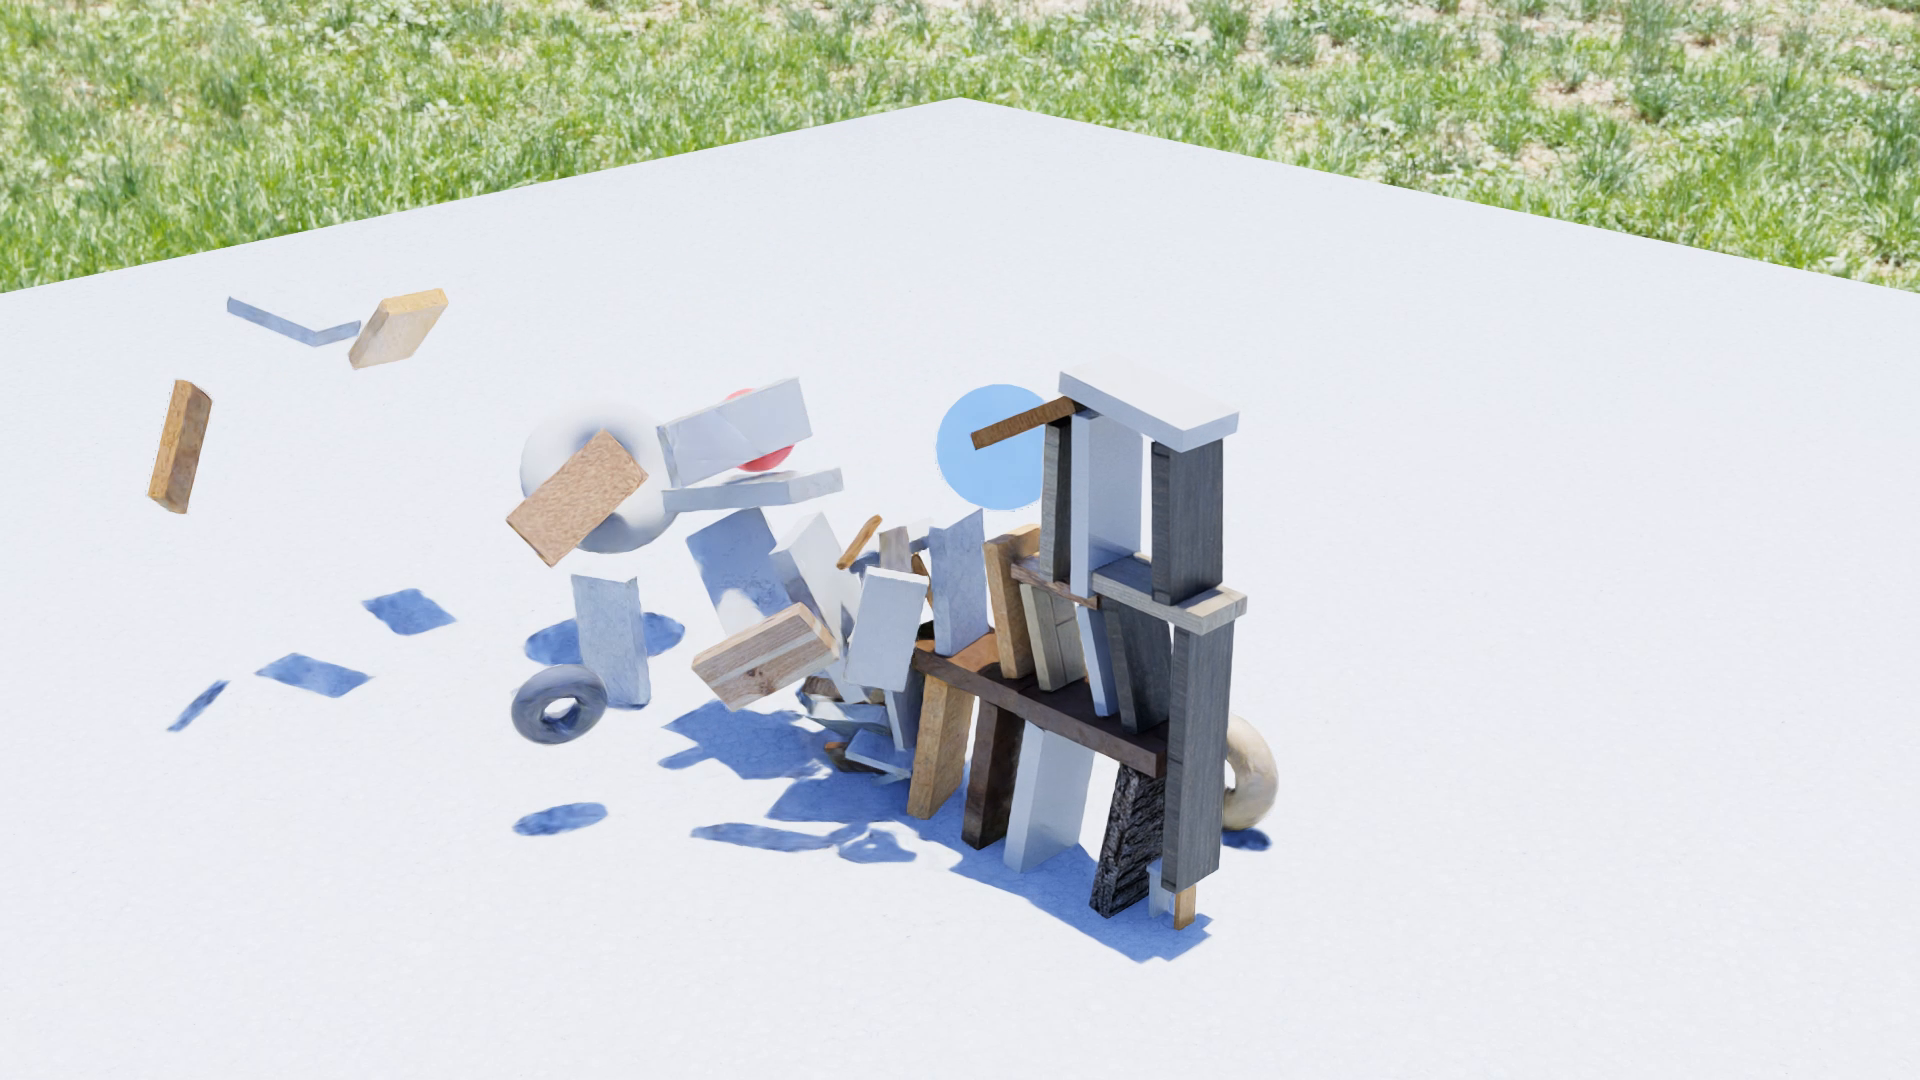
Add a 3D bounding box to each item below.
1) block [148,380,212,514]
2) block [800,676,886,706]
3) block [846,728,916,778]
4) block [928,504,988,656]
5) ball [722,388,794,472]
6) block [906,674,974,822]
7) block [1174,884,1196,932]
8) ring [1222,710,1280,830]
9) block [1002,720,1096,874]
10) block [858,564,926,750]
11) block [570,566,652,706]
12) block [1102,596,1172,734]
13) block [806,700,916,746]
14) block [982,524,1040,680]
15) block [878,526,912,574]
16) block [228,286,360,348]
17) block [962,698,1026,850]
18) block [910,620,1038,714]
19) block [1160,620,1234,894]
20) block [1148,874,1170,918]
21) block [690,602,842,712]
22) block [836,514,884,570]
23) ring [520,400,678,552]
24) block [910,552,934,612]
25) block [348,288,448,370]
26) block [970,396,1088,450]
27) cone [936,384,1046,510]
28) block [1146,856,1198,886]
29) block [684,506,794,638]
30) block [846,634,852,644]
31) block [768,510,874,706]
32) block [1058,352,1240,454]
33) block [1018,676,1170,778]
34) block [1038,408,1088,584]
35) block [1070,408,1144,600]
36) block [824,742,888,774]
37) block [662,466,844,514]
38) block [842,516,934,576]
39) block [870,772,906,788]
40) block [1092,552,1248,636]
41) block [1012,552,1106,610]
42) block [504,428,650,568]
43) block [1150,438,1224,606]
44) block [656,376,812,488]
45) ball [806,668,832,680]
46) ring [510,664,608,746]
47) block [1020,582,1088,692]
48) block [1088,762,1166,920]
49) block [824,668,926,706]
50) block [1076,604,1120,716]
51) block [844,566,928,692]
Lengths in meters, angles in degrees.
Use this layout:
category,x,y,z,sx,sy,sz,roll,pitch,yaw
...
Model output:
category,x,y,z,sx,sy,sz,roll,pitch,yaw
block,-1.665,-0.197,4.697,0.037,0.259,0.130,8,-15,2
block,-0.196,0.352,4.664,0.274,0.137,0.039,6,64,45
block,-0.152,0.431,4.450,0.143,0.020,0.072,16,41,14
block,-0.002,0.077,4.241,0.037,0.265,0.132,12,26,32
ball,-0.458,-0.245,4.901,0.190,0.190,0.190,0,23,0
block,-0.031,0.379,4.429,0.048,0.337,0.169,18,28,18
block,0.416,0.672,4.060,0.013,0.092,0.046,21,31,41
ring,0.520,0.455,4.364,0.254,0.254,0.085,16,20,33
block,0.179,0.466,4.227,0.168,0.337,0.048,-21,41,-41
block,-0.125,0.217,4.375,0.026,0.406,0.092,10,29,44
block,-0.771,0.213,4.867,0.148,0.296,0.042,8,25,27
block,0.329,0.208,3.957,0.125,0.250,0.035,-21,17,-41
block,-0.189,0.385,4.596,0.137,0.039,0.275,29,-18,-32
block,0.120,0.115,4.150,0.037,0.265,0.132,6,20,44
block,-0.121,0.037,4.165,0.058,0.116,0.016,-16,-17,32
block,-1.440,-0.485,4.754,0.259,0.037,0.130,21,26,24
block,0.096,0.431,4.308,0.169,0.337,0.048,-22,40,-41
block,0.046,0.234,4.273,0.338,0.048,0.169,21,31,40
block,0.424,0.377,3.926,0.035,0.530,0.125,22,31,40
block,0.372,0.655,4.100,0.013,0.092,0.046,21,31,41
block,-0.373,0.227,4.239,0.265,0.132,0.037,-27,29,24
block,-0.191,0.005,4.187,0.116,0.016,0.058,-56,10,-17
ring,-0.821,-0.149,5.070,0.385,0.128,0.385,9,63,-17
block,-0.063,0.091,4.314,0.026,0.185,0.092,-27,22,-1
block,-1.309,-0.490,5.116,0.148,0.042,0.296,-17,-11,-36
block,0.142,-0.222,3.938,0.233,0.033,0.117,-20,3,38
cone,0.081,-0.153,4.393,0.254,0.254,0.254,0,-13,0
block,0.394,0.615,4.059,0.092,0.013,0.046,22,31,40
block,-0.428,0.110,4.585,0.174,0.049,0.347,-27,68,3
block,-0.159,0.168,4.206,0.116,0.058,0.016,-49,28,-10
block,-0.250,0.134,4.365,0.049,0.347,0.174,-18,19,27
block,0.322,-0.238,3.772,0.144,0.041,0.288,-20,37,-39
block,0.286,0.330,4.052,0.337,0.048,0.168,21,31,40
block,0.197,-0.080,3.967,0.033,0.300,0.117,21,31,37
block,0.261,-0.076,3.910,0.041,0.337,0.144,20,30,41
block,-0.212,0.450,4.551,0.143,0.072,0.020,-5,40,46
block,-0.433,-0.104,4.588,0.347,0.049,0.174,-3,9,36
block,-0.133,0.011,4.275,0.184,0.026,0.092,-19,21,-2
block,-0.119,0.464,4.525,0.143,0.020,0.072,-21,24,44
block,0.367,0.093,3.867,0.250,0.035,0.125,23,32,40
block,0.205,0.070,4.037,0.207,0.029,0.103,21,31,39
block,-0.845,-0.093,4.858,0.296,0.148,0.042,-45,9,-17
block,0.391,-0.044,3.775,0.041,0.288,0.144,18,29,42
block,-0.460,-0.223,4.519,0.351,0.130,0.037,-25,18,-39
ball,-0.265,0.249,4.916,0.201,0.201,0.201,0,23,0
ring,-0.792,0.327,4.350,0.197,0.197,0.066,-11,45,-24
block,0.177,0.168,4.108,0.104,0.207,0.029,-21,15,-41
block,0.340,0.530,4.078,0.168,0.337,0.048,-21,42,-41
block,-0.177,0.264,4.562,0.137,0.039,0.274,-17,20,-20
block,0.275,0.206,4.018,0.103,0.207,0.029,-21,15,-41
block,-0.140,0.169,4.148,0.117,0.233,0.033,10,25,-7
